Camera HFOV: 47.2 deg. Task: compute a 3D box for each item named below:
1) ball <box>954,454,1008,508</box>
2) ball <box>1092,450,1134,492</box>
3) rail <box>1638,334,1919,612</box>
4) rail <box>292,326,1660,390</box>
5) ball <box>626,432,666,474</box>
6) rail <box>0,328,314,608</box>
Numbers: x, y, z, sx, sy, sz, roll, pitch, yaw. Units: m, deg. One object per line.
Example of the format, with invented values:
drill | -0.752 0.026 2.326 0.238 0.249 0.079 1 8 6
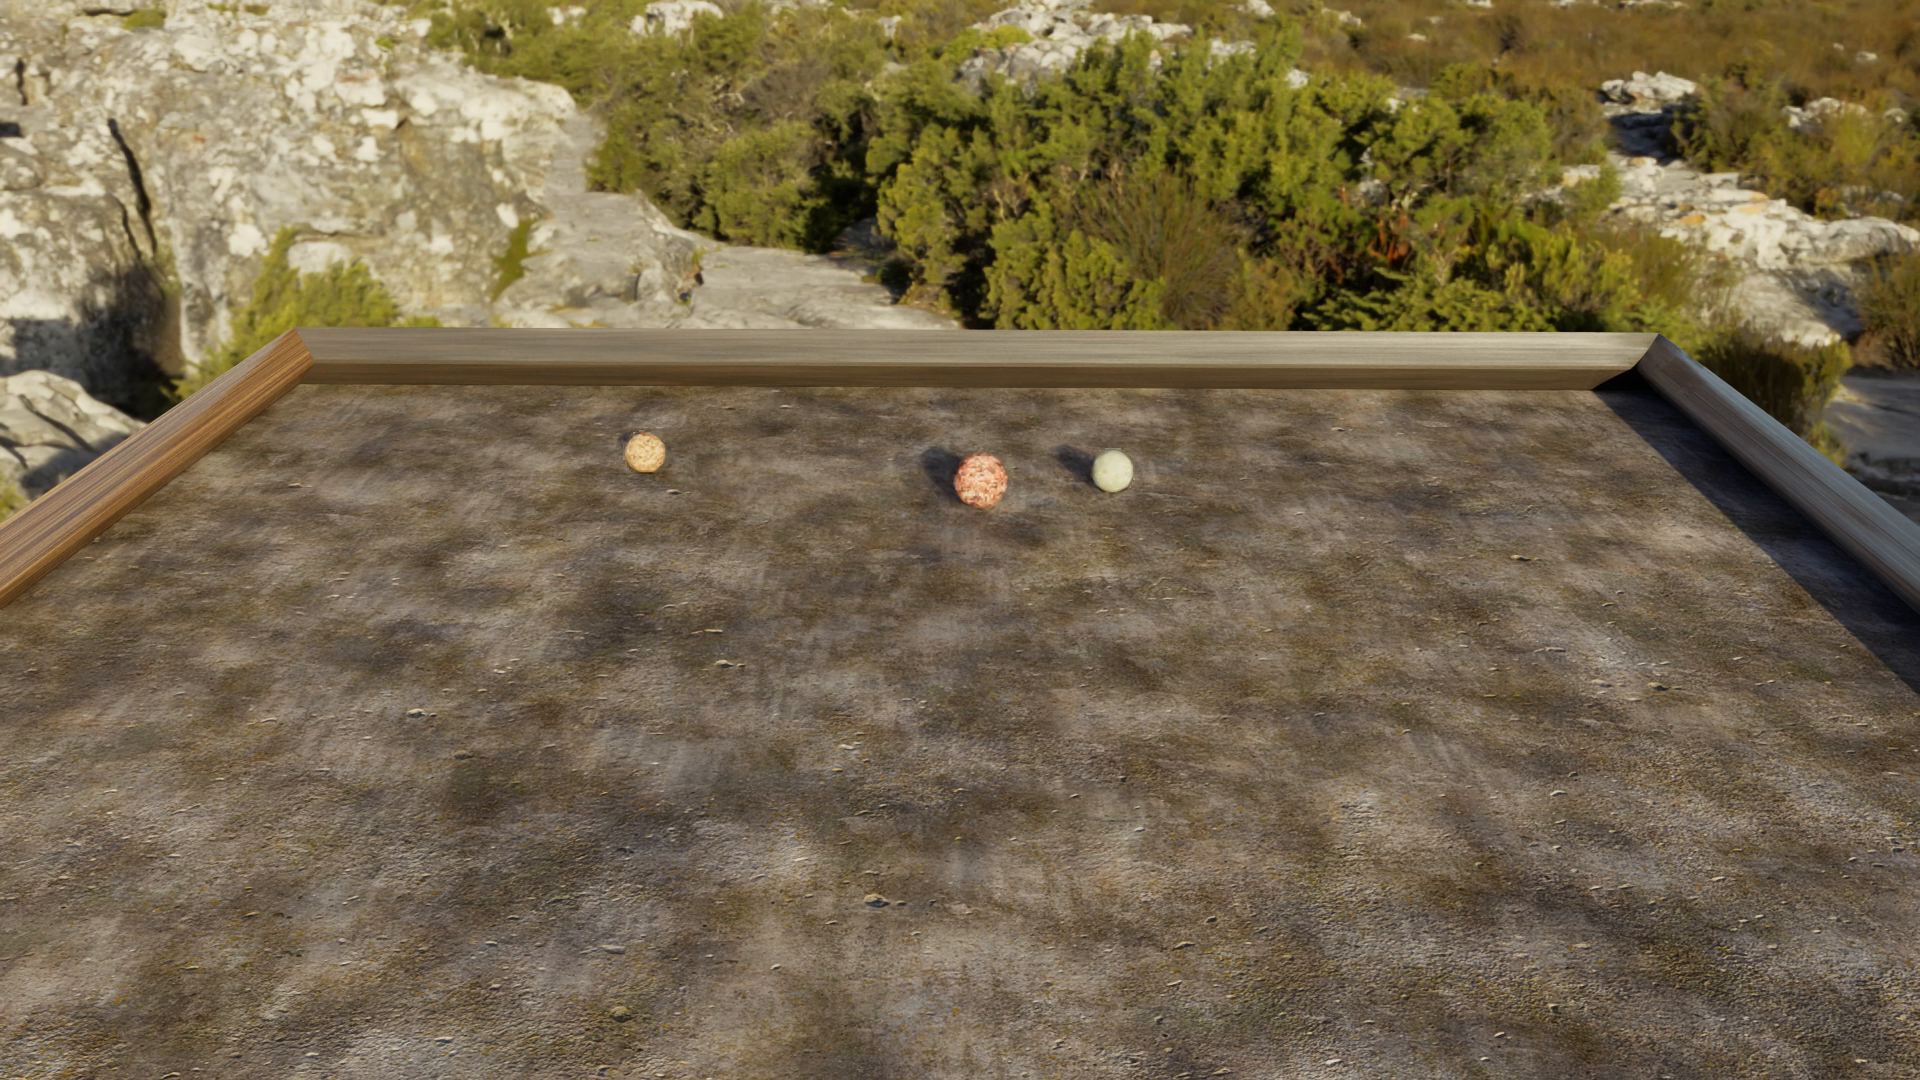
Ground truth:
ball | 0.027 -0.079 2.947 0.073 0.073 0.073 0 17 0
ball | 0.209 -0.094 3.019 0.058 0.058 0.058 0 17 0
rail | 1.072 0.275 1.783 0.045 0.095 3.766 0 17 1
rail | 0.019 -0.290 3.578 2.231 0.095 0.045 0 17 1
ball | -0.445 -0.123 3.113 0.057 0.057 0.057 0 17 0
rail | -1.111 0.261 1.827 0.045 0.095 3.766 0 17 1
